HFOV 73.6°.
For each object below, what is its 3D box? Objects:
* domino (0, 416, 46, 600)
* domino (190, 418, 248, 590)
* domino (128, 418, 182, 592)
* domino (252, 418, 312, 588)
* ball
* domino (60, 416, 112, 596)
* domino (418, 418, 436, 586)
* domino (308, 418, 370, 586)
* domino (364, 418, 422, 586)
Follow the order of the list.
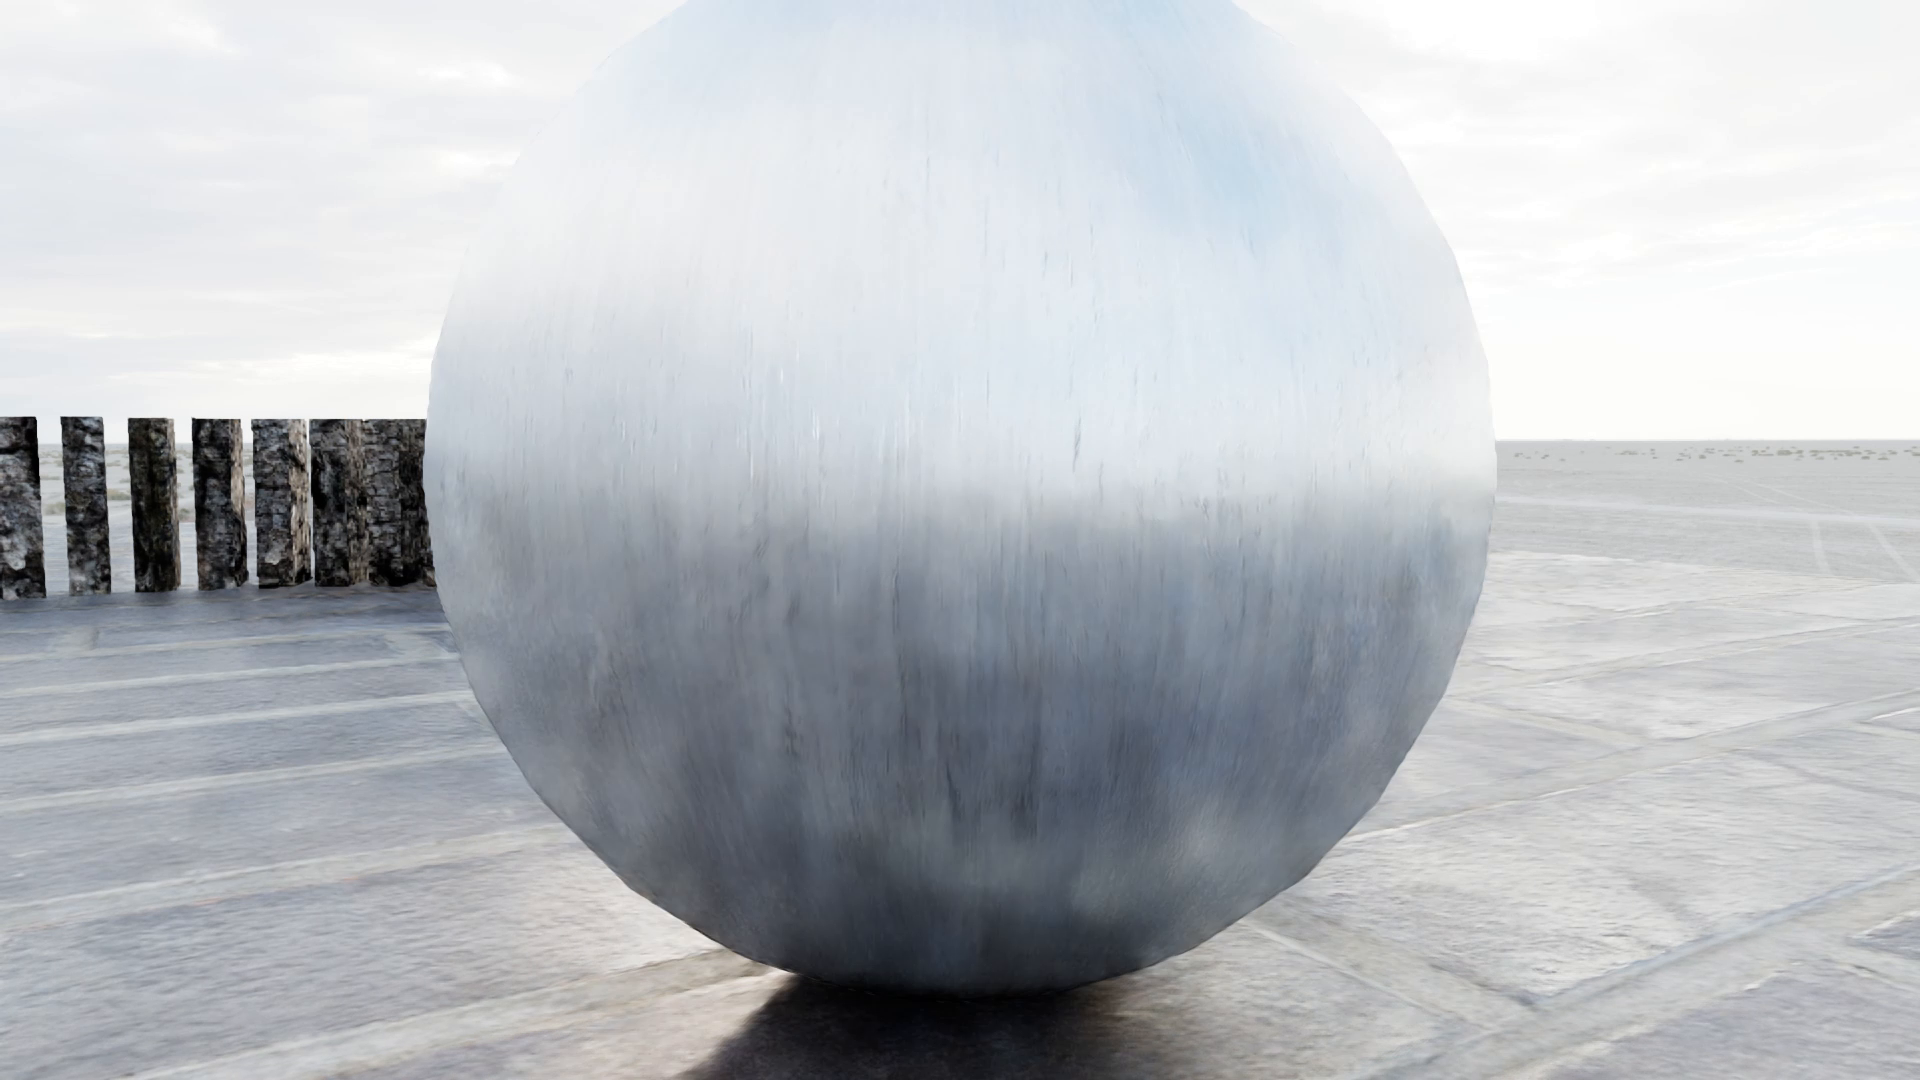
[{"bbox_3d":[-0.265,-0.009,0.360,0.010,0.050,0.025,-4,6,-41],"label":"domino"},{"bbox_3d":[-0.222,-0.011,0.385,0.010,0.050,0.025,-2,5,-21],"label":"domino"},{"bbox_3d":[-0.237,-0.011,0.378,0.009,0.050,0.025,-2,5,-27],"label":"domino"},{"bbox_3d":[-0.206,-0.012,0.390,0.010,0.050,0.025,-1,4,-16],"label":"domino"},{"bbox_3d":[0.000,-0.005,0.103,0.080,0.080,0.080,0,4,0],"label":"ball"},{"bbox_3d":[-0.251,-0.010,0.369,0.009,0.050,0.025,-3,5,-33],"label":"domino"},{"bbox_3d":[-0.156,-0.012,0.396,0.010,0.050,0.025,0,4,2],"label":"domino"},{"bbox_3d":[-0.190,-0.012,0.394,0.009,0.050,0.025,-1,4,-9],"label":"domino"},{"bbox_3d":[-0.173,-0.012,0.395,0.010,0.050,0.025,0,4,-4],"label":"domino"}]
